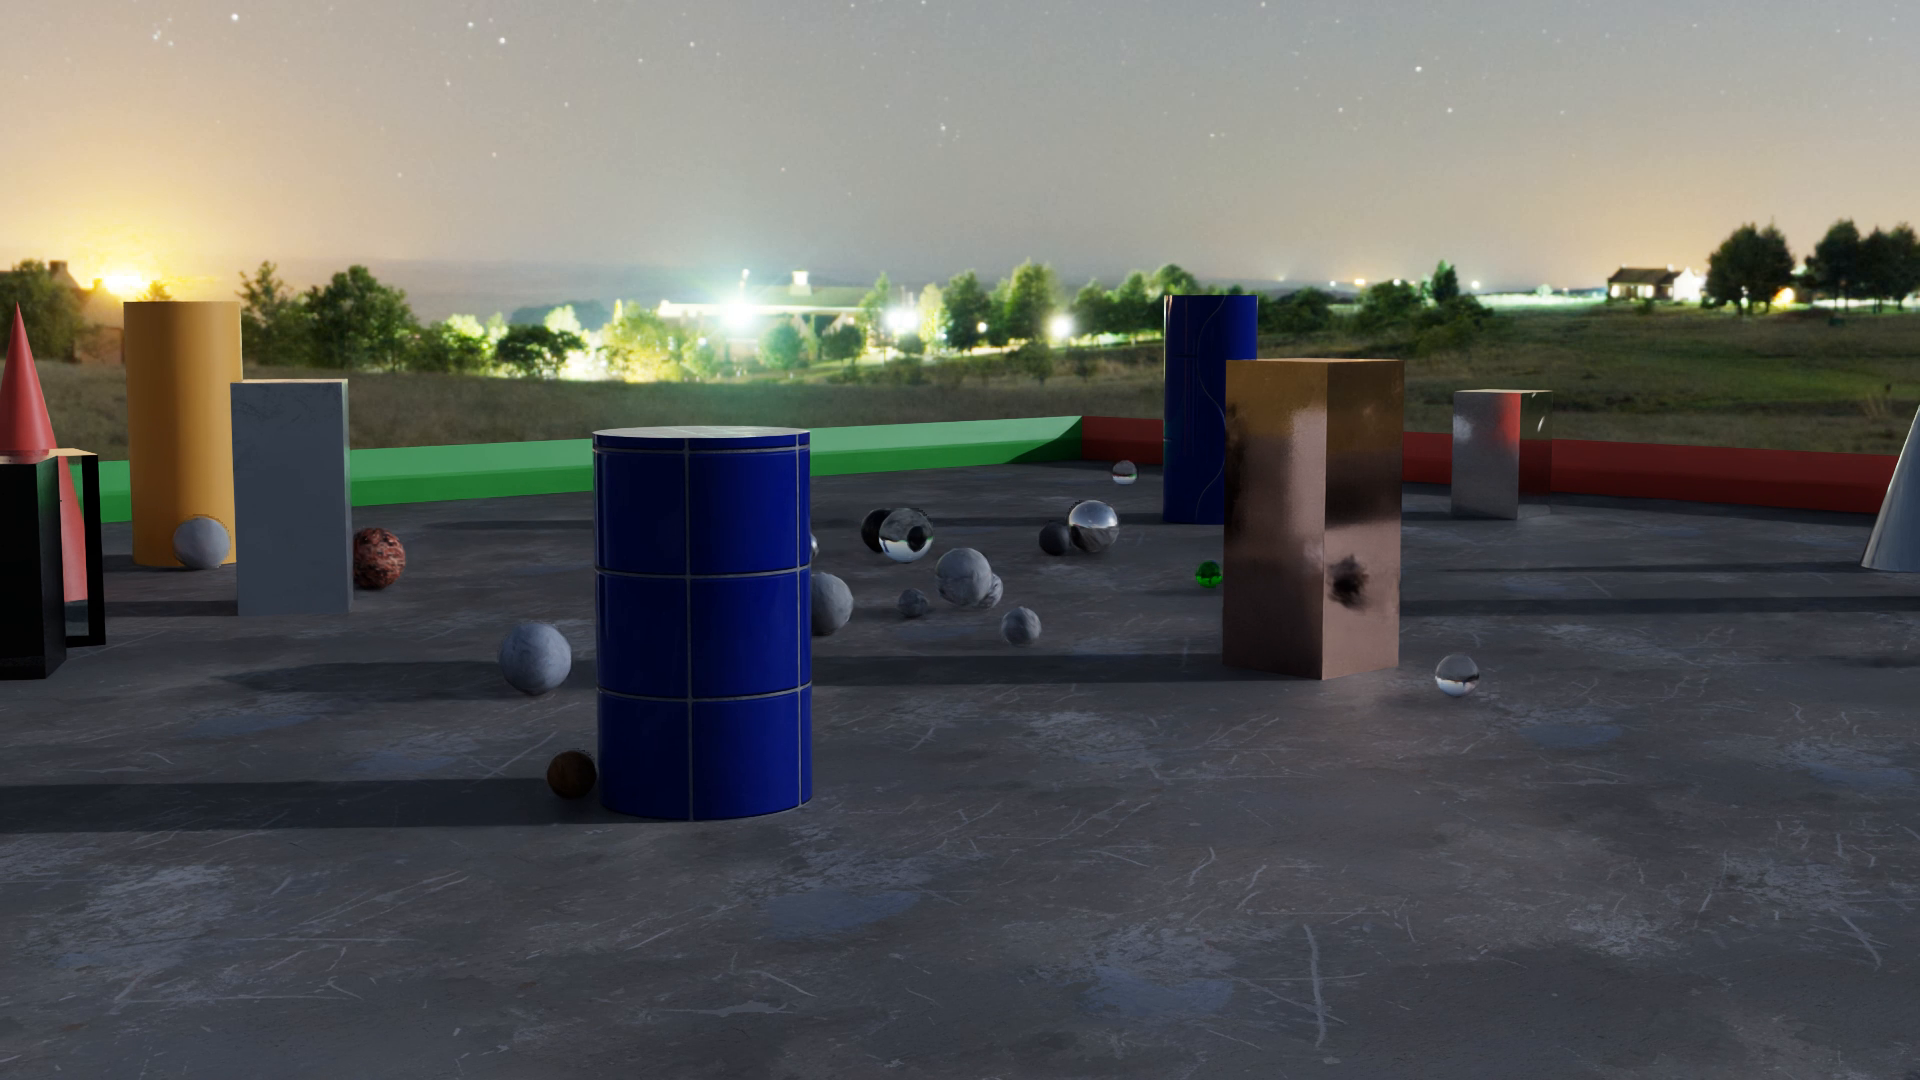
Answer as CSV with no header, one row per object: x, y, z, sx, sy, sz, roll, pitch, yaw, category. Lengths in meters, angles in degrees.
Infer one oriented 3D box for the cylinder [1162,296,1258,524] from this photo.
0.527,-0.277,4.635,0.195,0.474,0.195,0,6,0,cylinder

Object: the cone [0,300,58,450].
-1.467,-0.145,3.446,0.195,0.459,0.195,0,6,0,cone

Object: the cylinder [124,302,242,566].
-1.370,-0.192,3.897,0.195,0.458,0.195,0,6,0,cylinder

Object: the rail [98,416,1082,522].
-1.446,-0.130,4.890,4.971,0.126,0.045,-5,8,-42,rail

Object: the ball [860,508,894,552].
-0.142,-0.018,4.040,0.081,0.081,0.081,0,6,0,ball

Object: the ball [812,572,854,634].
-0.189,0.087,3.024,0.084,0.084,0.084,0,6,0,ball

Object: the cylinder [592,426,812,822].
-0.232,0.069,1.995,0.195,0.335,0.195,0,6,0,cylinder

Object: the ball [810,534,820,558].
-0.276,0.012,3.897,0.052,0.052,0.052,0,6,0,ball

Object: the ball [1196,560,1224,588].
0.400,0.055,3.526,0.044,0.044,0.044,0,6,0,ball

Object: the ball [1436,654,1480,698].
0.573,0.156,2.533,0.050,0.050,0.050,0,6,0,ball

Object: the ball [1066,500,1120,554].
0.243,-0.024,4.028,0.097,0.097,0.097,0,6,0,ball

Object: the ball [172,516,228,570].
-1.301,0.006,3.767,0.092,0.092,0.092,0,6,0,ball

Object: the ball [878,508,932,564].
-0.095,-0.007,3.867,0.096,0.096,0.096,0,6,0,ball

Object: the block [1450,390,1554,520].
1.171,-0.187,4.752,0.156,0.269,0.156,5,8,40,block

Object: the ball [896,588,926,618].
-0.070,0.091,3.182,0.043,0.043,0.043,0,6,0,ball

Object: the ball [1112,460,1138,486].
0.418,-0.170,5.578,0.063,0.063,0.063,0,6,0,ball

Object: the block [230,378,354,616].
-0.993,-0.067,3.278,0.156,0.339,0.156,-1,6,-12,block

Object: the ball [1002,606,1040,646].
0.081,0.115,2.913,0.053,0.053,0.053,0,6,0,ball

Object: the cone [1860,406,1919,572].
1.667,-0.112,3.804,0.195,0.318,0.195,0,6,0,cone

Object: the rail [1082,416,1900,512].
1.809,-0.141,4.992,0.045,0.126,4.311,-5,8,-42,rail

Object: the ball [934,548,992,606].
0.005,0.053,3.180,0.085,0.085,0.085,0,6,0,ball

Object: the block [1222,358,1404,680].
0.439,-0.033,2.739,0.156,0.382,0.156,-6,8,-43,block

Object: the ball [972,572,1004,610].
0.034,0.073,3.255,0.060,0.060,0.060,0,6,0,ball

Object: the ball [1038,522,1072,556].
0.173,-0.002,3.992,0.059,0.059,0.059,0,6,0,ball

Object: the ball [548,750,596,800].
-0.354,0.214,2.006,0.044,0.044,0.044,0,6,0,ball

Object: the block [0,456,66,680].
-1.199,0.032,2.702,0.156,0.261,0.156,-1,6,-13,block

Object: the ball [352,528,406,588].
-0.936,0.029,3.514,0.097,0.097,0.097,0,6,0,ball

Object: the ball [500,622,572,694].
-0.492,0.138,2.551,0.083,0.083,0.083,0,6,0,ball

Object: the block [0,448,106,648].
-1.245,0.011,2.938,0.156,0.254,0.156,-4,7,-33,block
